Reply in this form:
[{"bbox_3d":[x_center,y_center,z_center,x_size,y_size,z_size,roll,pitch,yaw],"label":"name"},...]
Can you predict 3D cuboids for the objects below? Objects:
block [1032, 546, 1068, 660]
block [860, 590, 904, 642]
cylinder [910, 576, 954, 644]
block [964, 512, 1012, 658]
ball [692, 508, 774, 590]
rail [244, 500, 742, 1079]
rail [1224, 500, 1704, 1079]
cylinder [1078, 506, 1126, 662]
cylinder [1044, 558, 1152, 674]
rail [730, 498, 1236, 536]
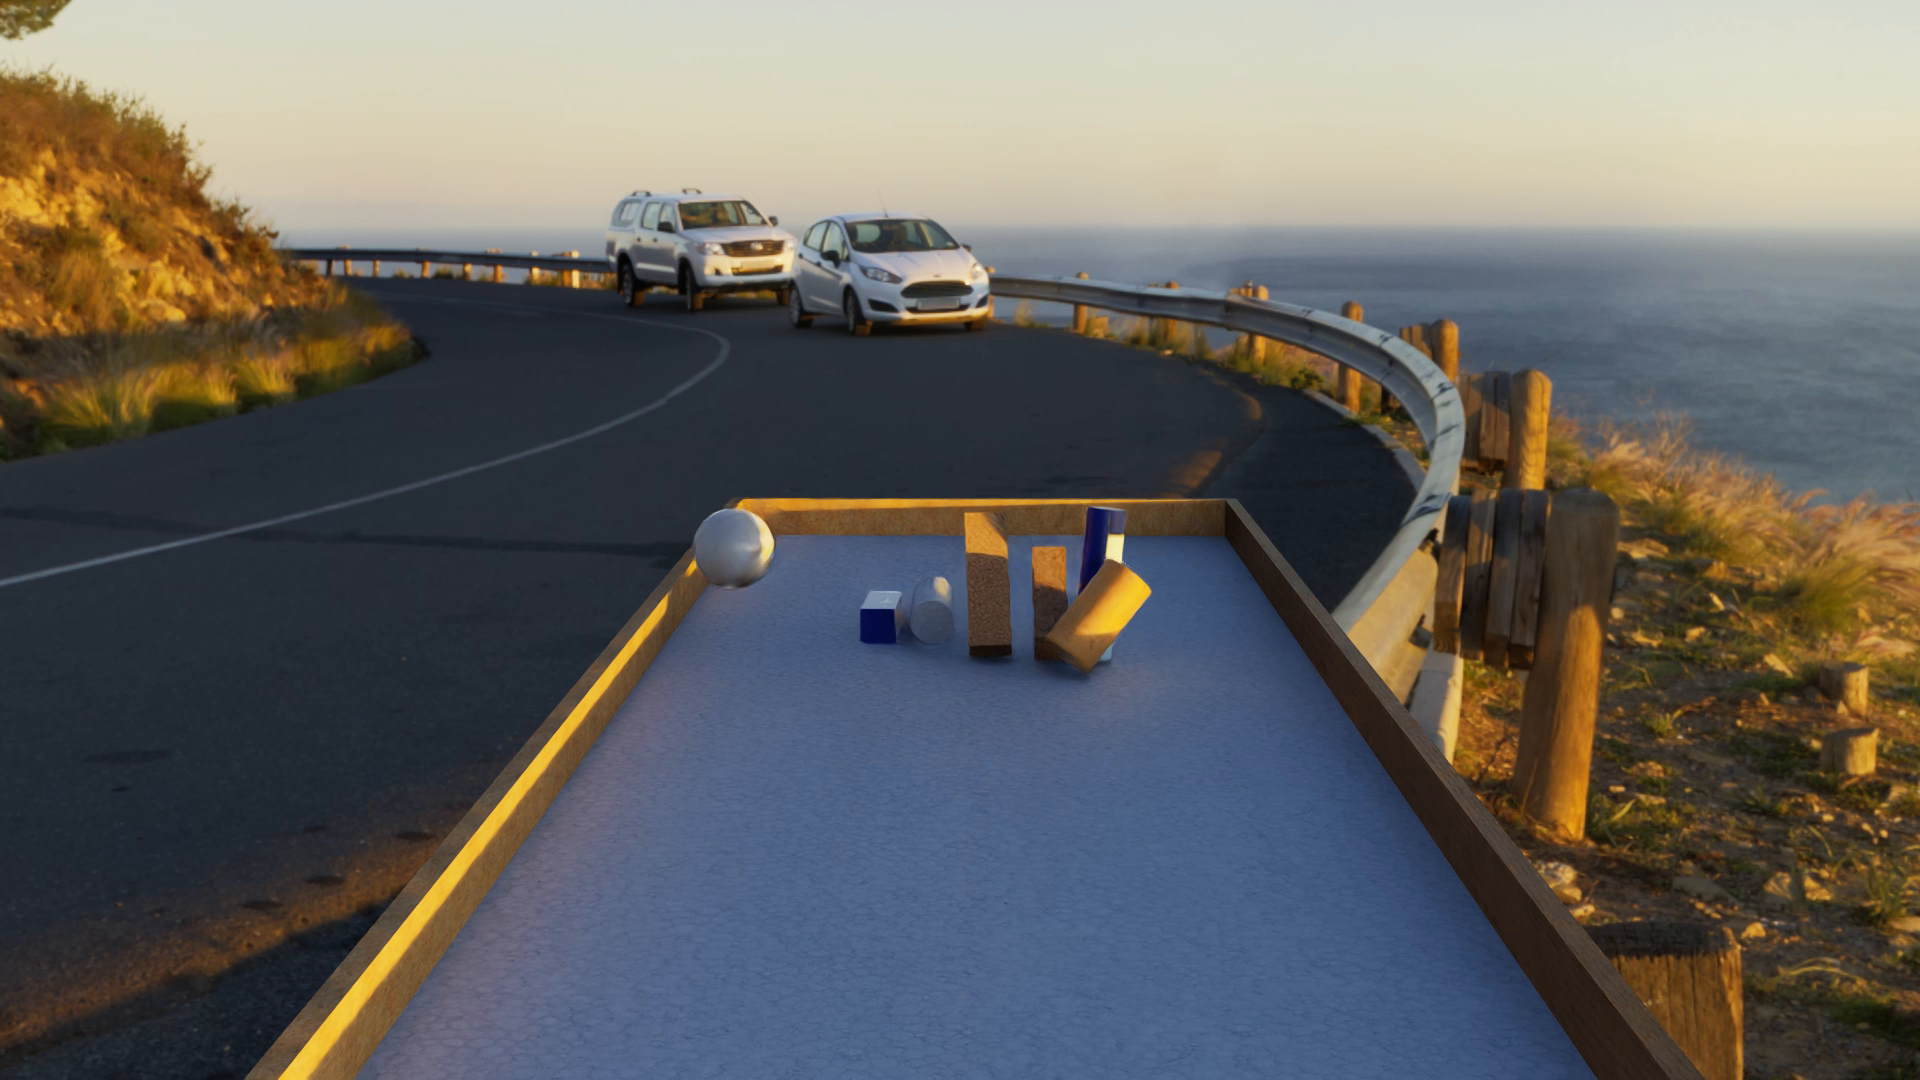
[{"bbox_3d":[0.279,0.194,6.814,0.103,0.103,0.412,0,41,1],"label":"block"},{"bbox_3d":[-0.251,0.245,7.115,0.109,0.109,0.327,0,9,3],"label":"block"},{"bbox_3d":[-0.088,0.224,7.154,0.139,0.139,0.444,0,9,0],"label":"cylinder"},{"bbox_3d":[0.086,0.136,6.747,0.129,0.423,0.129,-2,-18,0],"label":"block"},{"bbox_3d":[-0.749,0.028,7.280,0.269,0.269,0.269,0,9,0],"label":"ball"},{"bbox_3d":[-1.004,0.839,3.234,0.050,0.150,12.000,0,9,1],"label":"rail"},{"bbox_3d":[1.046,0.843,3.208,0.050,0.150,12.000,0,9,1],"label":"rail"},{"bbox_3d":[0.421,0.133,6.665,0.120,0.460,0.120,6,4,0],"label":"cylinder"},{"bbox_3d":[0.408,0.225,6.511,0.165,0.307,0.165,38,-9,7],"label":"cylinder"},{"bbox_3d":[0.099,-0.098,9.147,2.100,0.150,0.050,0,9,1],"label":"rail"}]
